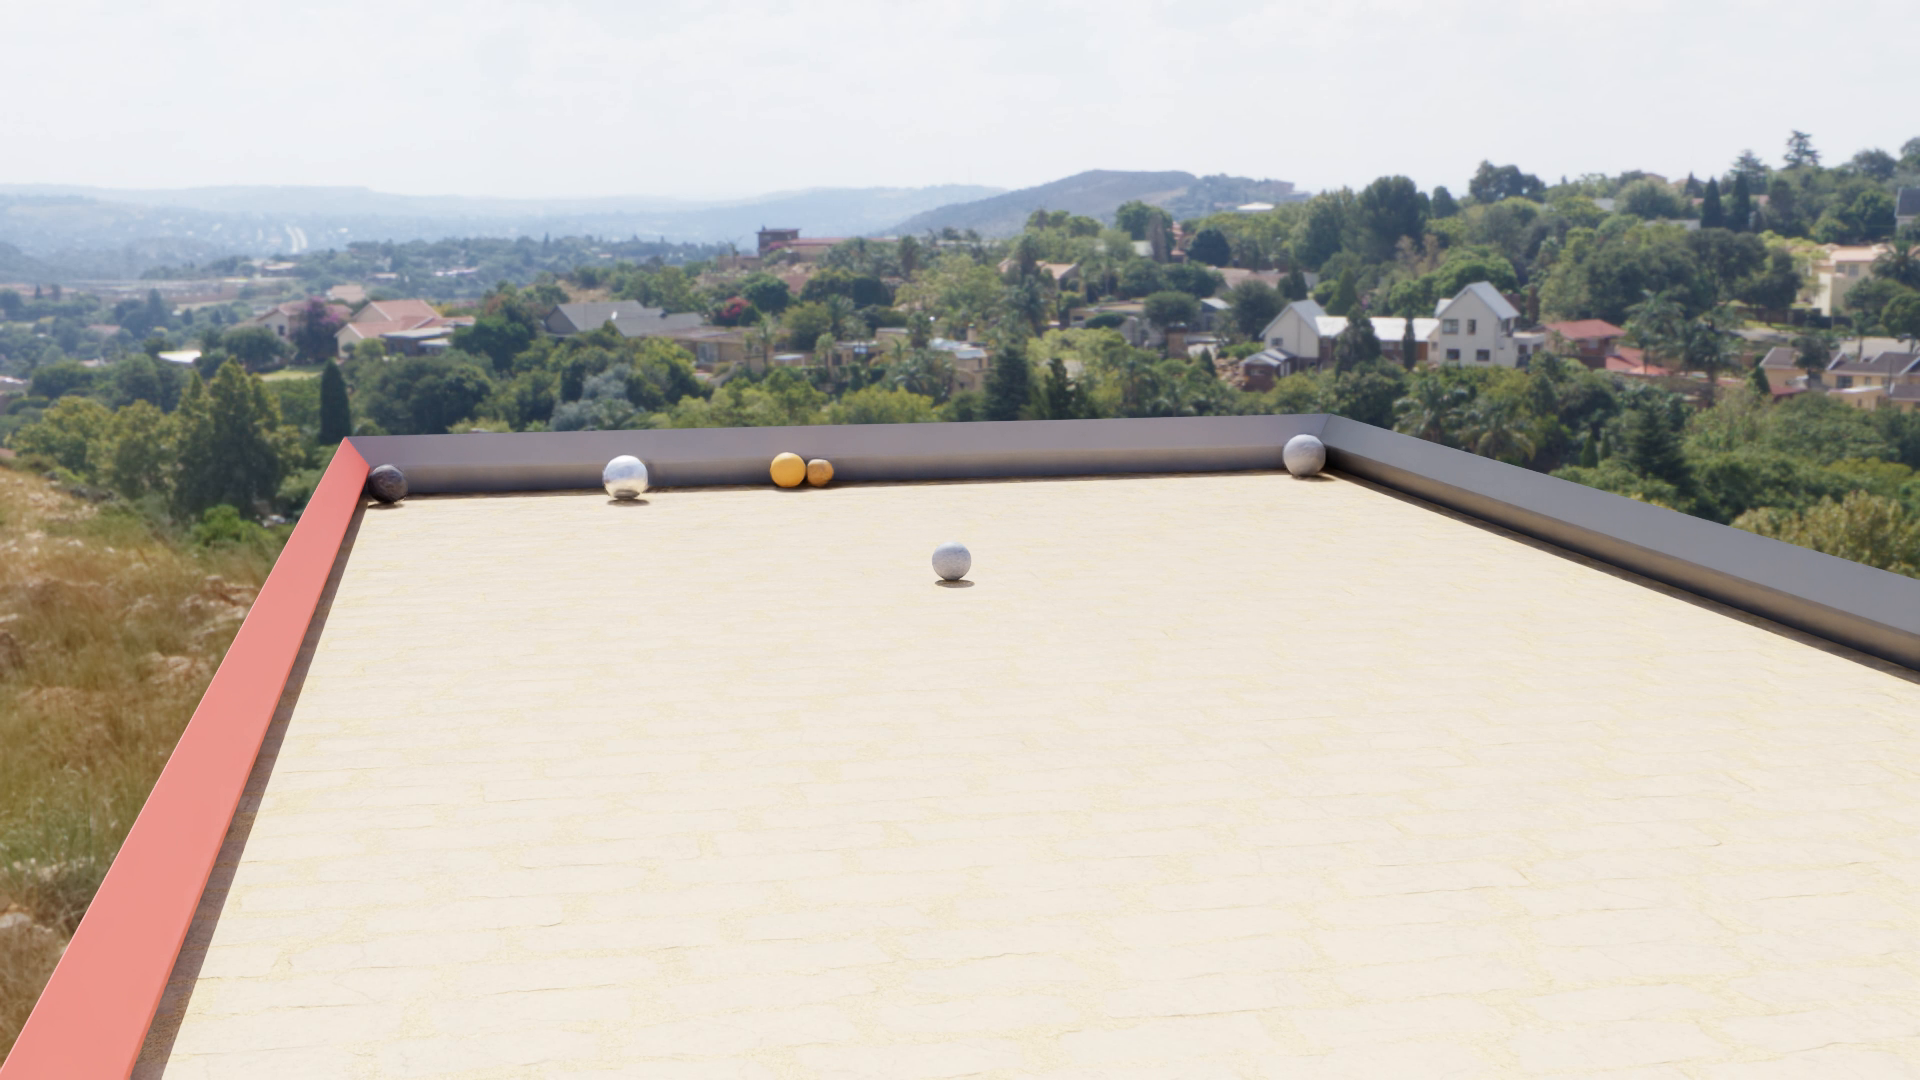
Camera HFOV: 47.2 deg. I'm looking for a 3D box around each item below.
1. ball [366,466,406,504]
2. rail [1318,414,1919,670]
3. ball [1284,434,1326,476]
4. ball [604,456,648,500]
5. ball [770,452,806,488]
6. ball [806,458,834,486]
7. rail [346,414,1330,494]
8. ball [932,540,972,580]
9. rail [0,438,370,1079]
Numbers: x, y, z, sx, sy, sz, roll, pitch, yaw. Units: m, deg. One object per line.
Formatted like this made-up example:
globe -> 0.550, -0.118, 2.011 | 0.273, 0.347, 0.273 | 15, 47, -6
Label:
ball -> -1.020, -0.099, 3.911 | 0.068, 0.068, 0.068 | 0, 9, 0
rail -> 1.097, 0.094, 2.626 | 0.045, 0.106, 3.662 | -2, 10, -12
ball -> 0.668, -0.164, 4.260 | 0.082, 0.082, 0.082 | 0, 9, 0
ball -> -0.600, -0.112, 3.951 | 0.080, 0.080, 0.080 | 0, 9, 0
ball -> -0.321, -0.130, 4.104 | 0.066, 0.066, 0.066 | 0, 9, 0
ball -> -0.263, -0.126, 4.119 | 0.053, 0.053, 0.053 | 0, 9, 0
rail -> -0.185, -0.164, 4.180 | 1.902, 0.106, 0.045 | -2, 10, -12
ball -> -0.012, 0.030, 3.167 | 0.057, 0.057, 0.057 | 0, 9, 0
rail -> -0.717, 0.157, 2.246 | 0.045, 0.106, 3.662 | -2, 10, -12
